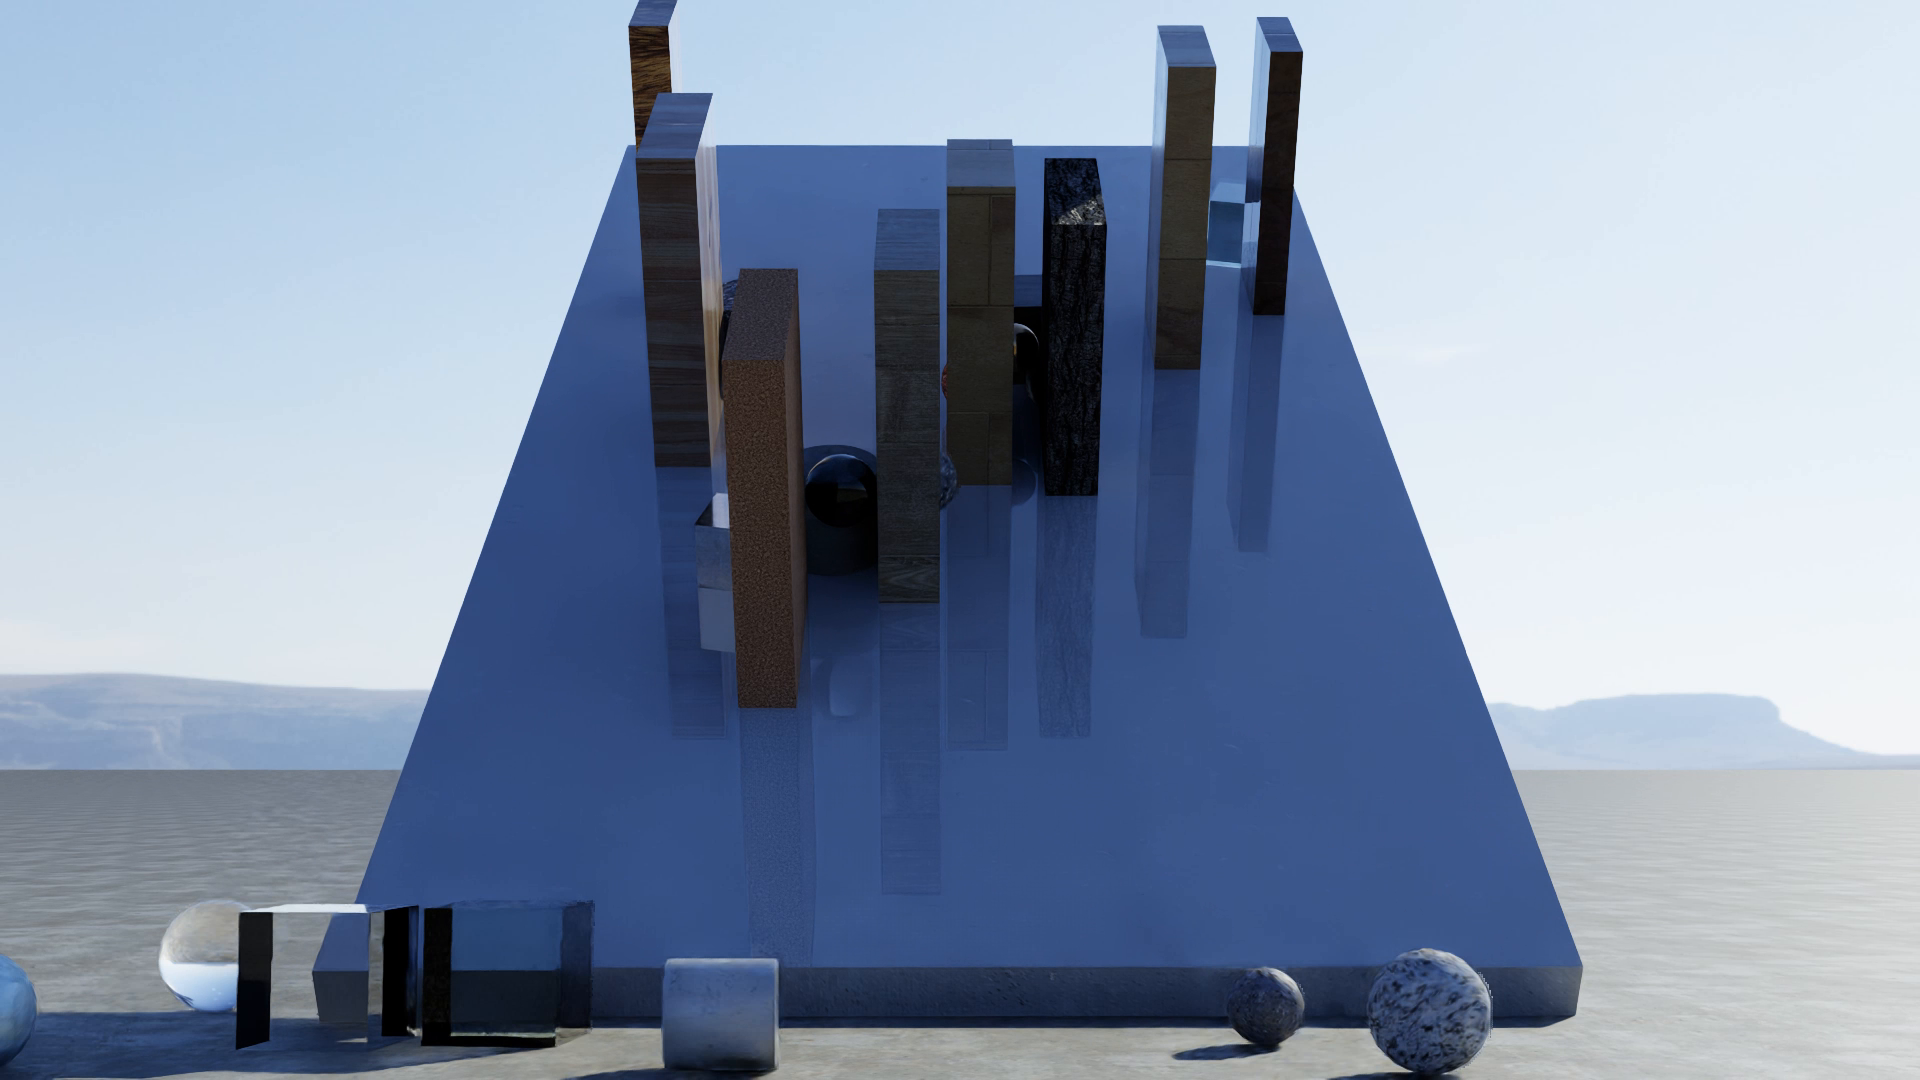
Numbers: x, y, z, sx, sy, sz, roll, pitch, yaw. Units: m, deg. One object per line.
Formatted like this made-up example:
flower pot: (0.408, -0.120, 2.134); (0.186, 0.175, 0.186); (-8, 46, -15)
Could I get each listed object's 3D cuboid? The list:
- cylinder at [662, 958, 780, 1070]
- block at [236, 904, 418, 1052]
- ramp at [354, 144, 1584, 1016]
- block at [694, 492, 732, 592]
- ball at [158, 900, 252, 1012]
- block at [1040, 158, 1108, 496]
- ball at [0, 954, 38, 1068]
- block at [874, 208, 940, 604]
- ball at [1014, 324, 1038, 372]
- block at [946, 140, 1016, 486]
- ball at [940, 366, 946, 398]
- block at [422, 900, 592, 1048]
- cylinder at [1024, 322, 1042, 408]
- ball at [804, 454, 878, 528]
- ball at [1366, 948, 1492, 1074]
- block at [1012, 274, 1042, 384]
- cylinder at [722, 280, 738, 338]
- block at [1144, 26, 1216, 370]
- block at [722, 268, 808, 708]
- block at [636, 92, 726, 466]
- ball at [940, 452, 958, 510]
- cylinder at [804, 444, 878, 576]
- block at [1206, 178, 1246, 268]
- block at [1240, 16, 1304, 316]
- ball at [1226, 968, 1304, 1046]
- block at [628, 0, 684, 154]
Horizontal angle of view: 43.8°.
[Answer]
cylinder: (-0.318, 0.633, 3.192); (0.146, 0.146, 0.146); (0, -5, -2)
block: (-0.923, 0.638, 3.499); (0.195, 0.195, 0.195); (-1, -5, 7)
ramp: (-0.012, -0.221, 5.603); (2.000, 0.100, 4.000); (0, 28, 0)
block: (-0.450, 0.008, 4.915); (0.146, 0.146, 0.146); (6, 29, 11)
ball: (-1.222, 0.684, 3.933); (0.183, 0.183, 0.183); (0, -5, 0)
block: (0.246, -0.475, 5.302); (0.115, 0.633, 0.416); (0, 28, 0)
ball: (-1.295, 0.618, 3.125); (0.165, 0.165, 0.165); (0, -5, 0)
block: (-0.103, -0.268, 4.820); (0.123, 0.723, 0.329); (0, 28, 0)
ball: (0.126, -0.446, 5.547); (0.114, 0.114, 0.114); (0, -5, 0)
block: (0.043, -0.501, 5.281); (0.144, 0.698, 0.304); (0, 28, 0)
ball: (0.033, -0.372, 5.612); (0.157, 0.157, 0.157); (0, -5, 0)
block: (-0.669, 0.641, 3.548); (0.197, 0.197, 0.197); (-1, -5, 6)
cylinder: (0.237, -0.414, 5.673); (0.175, 0.175, 0.175); (0, 28, -3)
ball: (-0.238, -0.099, 4.778); (0.147, 0.147, 0.147); (0, -5, 0)
ball: (0.618, 0.622, 3.152); (0.163, 0.163, 0.163); (0, -5, 0)
block: (0.135, -0.514, 5.829); (0.202, 0.202, 0.202); (-1, 28, -3)
cylinder: (-0.534, -0.509, 5.822); (0.195, 0.195, 0.195); (0, 28, 2)
block: (0.534, -0.835, 5.836); (0.112, 0.762, 0.337); (0, 28, 0)
block: (-0.362, -0.100, 4.515); (0.109, 0.714, 0.427); (0, 28, 0)
block: (-0.624, -0.591, 5.413); (0.126, 0.728, 0.448); (0, 28, 0)
ball: (-0.077, -0.127, 5.167); (0.146, 0.146, 0.146); (0, -5, 0)
cylinder: (-0.267, -0.063, 4.986); (0.203, 0.203, 0.203); (0, 28, 0)
block: (0.775, -0.858, 6.492); (0.184, 0.184, 0.184); (8, 29, 13)
block: (0.798, -0.959, 6.139); (0.081, 0.696, 0.301); (0, 28, 0)
ball: (0.443, 0.677, 3.471); (0.112, 0.112, 0.112); (0, -5, 0)
block: (-0.751, -0.952, 6.035); (0.096, 0.774, 0.242); (0, 28, 0)
